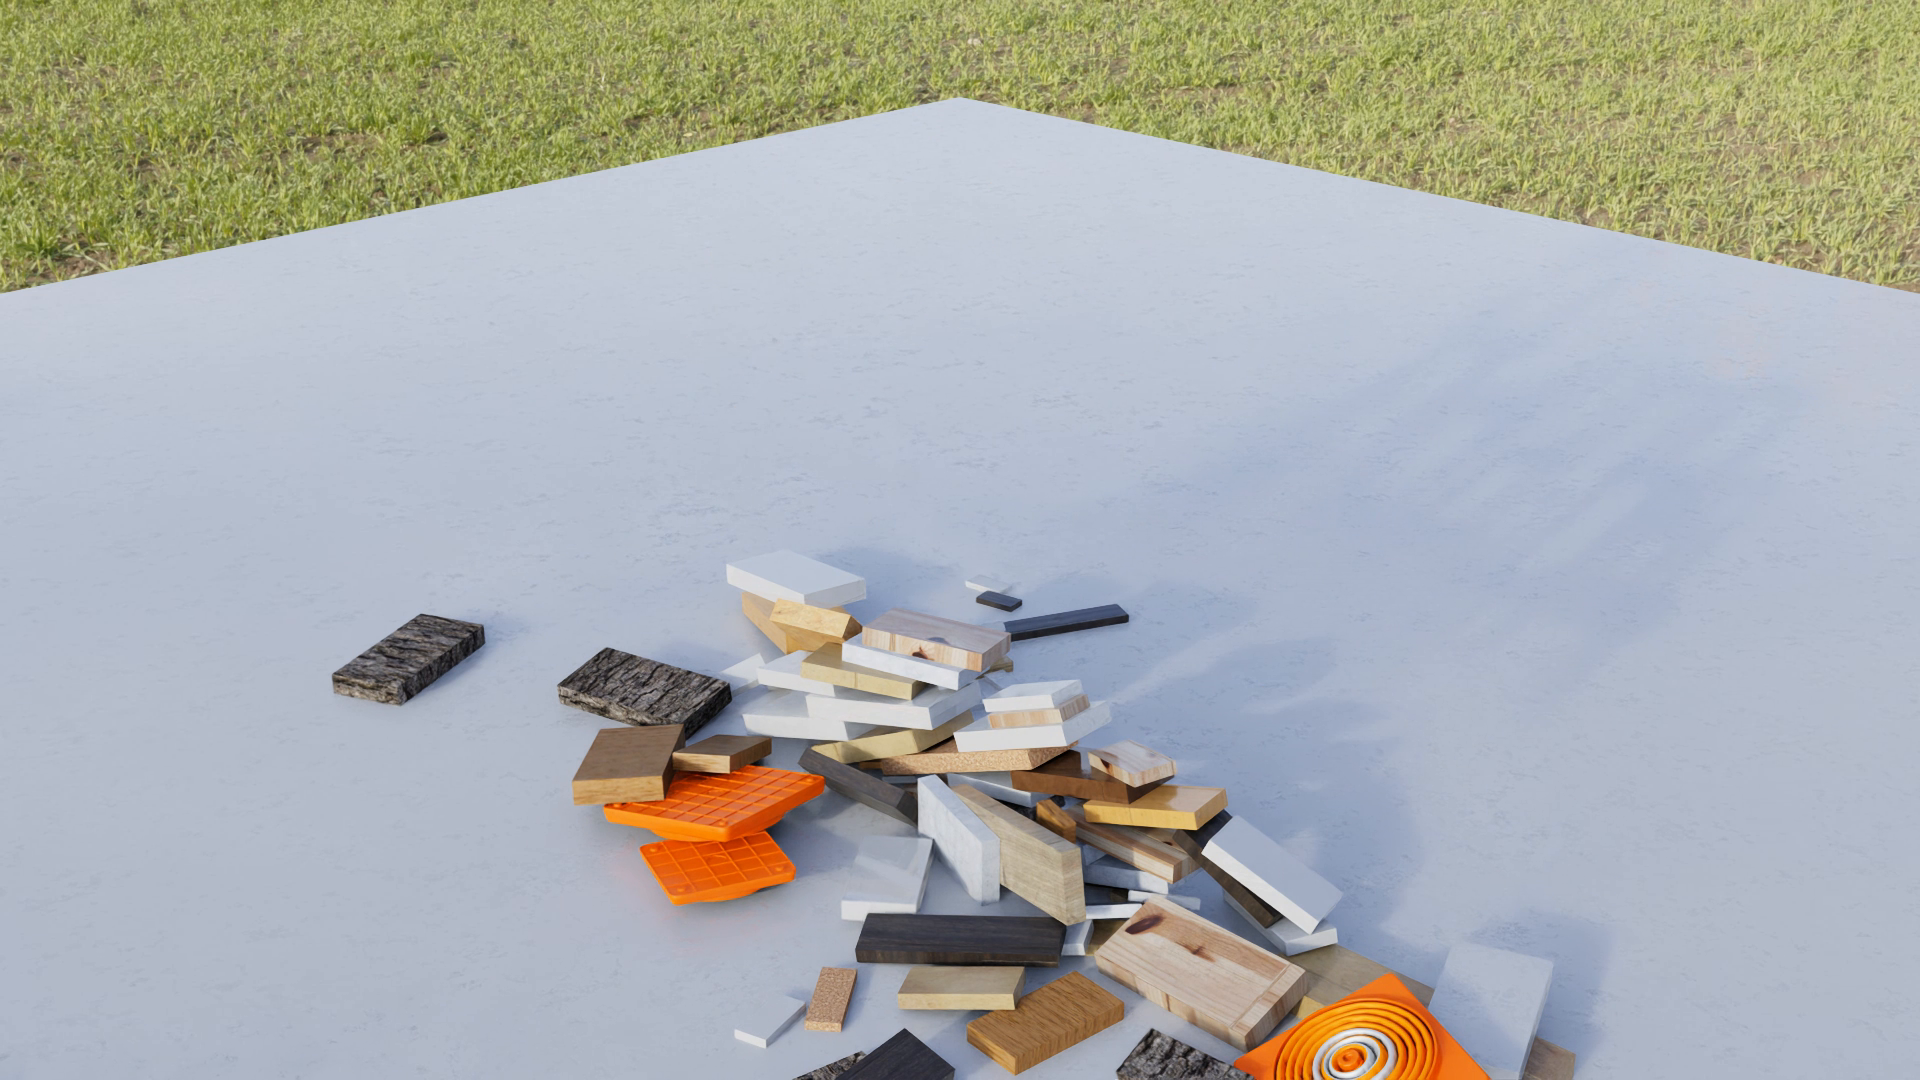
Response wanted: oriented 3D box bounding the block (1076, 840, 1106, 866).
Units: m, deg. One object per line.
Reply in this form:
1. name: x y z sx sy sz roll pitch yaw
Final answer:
1. block: 0.187 0.571 4.276 0.275 0.039 0.138 2 18 46

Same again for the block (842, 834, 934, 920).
1. block: -0.135 0.641 4.171 0.138 0.039 0.275 3 18 5

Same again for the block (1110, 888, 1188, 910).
1. block: 0.354 0.680 4.133 0.132 0.019 0.066 20 30 39

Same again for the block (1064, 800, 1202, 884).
1. block: 0.334 0.553 4.127 0.275 0.039 0.138 20 29 39

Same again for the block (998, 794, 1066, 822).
1. block: 0.090 0.533 4.362 0.219 0.031 0.109 -8 10 44

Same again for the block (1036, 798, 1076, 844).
1. block: 0.178 0.595 4.105 0.028 0.198 0.099 -11 25 -25

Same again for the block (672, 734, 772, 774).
1. block: -0.491 0.443 4.565 0.123 0.035 0.247 2 4 15

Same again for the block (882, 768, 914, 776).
1. block: -0.110 0.471 4.558 0.051 0.015 0.103 -21 9 -38

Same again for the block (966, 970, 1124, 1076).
1. block: 0.148 0.826 3.770 0.249 0.035 0.125 -18 29 -36

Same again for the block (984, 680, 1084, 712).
1. block: 0.142 0.303 4.282 0.182 0.026 0.091 -8 10 45

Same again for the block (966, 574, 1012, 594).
1. block: 0.072 0.114 5.474 0.105 0.015 0.053 17 28 34

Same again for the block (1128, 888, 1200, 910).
1. block: 0.378 0.665 4.075 0.132 0.019 0.066 7 -5 5

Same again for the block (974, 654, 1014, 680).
1. block: 0.020 0.290 5.045 0.183 0.026 0.091 -11 25 -24

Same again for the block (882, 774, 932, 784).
1. block: -0.108 0.487 4.547 0.103 0.015 0.051 -8 11 46

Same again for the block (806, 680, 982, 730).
1. block: -0.138 0.326 4.522 0.331 0.047 0.166 2 18 39

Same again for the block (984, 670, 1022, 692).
1. block: 0.102 0.325 4.977 0.051 0.014 0.102 -13 26 -28

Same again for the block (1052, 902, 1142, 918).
1. block: 0.250 0.680 4.034 0.165 0.023 0.082 -2 -6 2

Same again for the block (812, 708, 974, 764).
1. block: -0.141 0.406 4.562 0.166 0.047 0.331 -23 5 -42

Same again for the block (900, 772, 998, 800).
1. block: -0.013 0.508 4.444 0.219 0.031 0.109 -1 16 44

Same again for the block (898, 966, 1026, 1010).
1. block: 0.004 0.781 3.833 0.205 0.029 0.103 -3 15 14

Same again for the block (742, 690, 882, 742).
1. block: -0.293 0.372 4.697 0.331 0.047 0.166 -2 15 46

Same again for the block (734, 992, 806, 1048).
1. block: -0.326 0.827 3.789 0.063 0.018 0.126 12 26 27

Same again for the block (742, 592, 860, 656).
1. block: -0.380 0.183 5.209 0.179 0.051 0.357 -9 18 -20

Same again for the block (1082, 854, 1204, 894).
1. block: 0.319 0.611 4.174 0.275 0.039 0.138 1 17 41

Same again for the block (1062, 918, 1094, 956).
1. block: 0.154 0.721 3.991 0.165 0.023 0.082 -4 23 18

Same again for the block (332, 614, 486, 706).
1. block: -1.263 0.273 5.055 0.174 0.049 0.348 9 24 20

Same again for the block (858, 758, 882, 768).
1. block: -0.159 0.463 4.604 0.051 0.015 0.103 -22 10 -42

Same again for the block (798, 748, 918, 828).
1. block: -0.187 0.502 4.418 0.271 0.135 0.038 19 73 37

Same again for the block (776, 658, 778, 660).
1. block: -0.348 0.271 5.065 0.140 0.020 0.070 -20 22 -24

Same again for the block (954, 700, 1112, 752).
1. block: 0.140 0.364 4.290 0.286 0.041 0.143 -9 10 44

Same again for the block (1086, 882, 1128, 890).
1. block: 0.310 0.641 4.182 0.132 0.019 0.066 0 16 37

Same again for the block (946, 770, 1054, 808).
1. block: 0.093 0.475 4.356 0.219 0.031 0.109 9 23 41

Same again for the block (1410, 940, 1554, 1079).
1. block: 0.880 0.798 3.694 0.171 0.048 0.342 9 25 21

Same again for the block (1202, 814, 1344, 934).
1. block: 0.565 0.601 3.968 0.239 0.034 0.120 36 33 17
